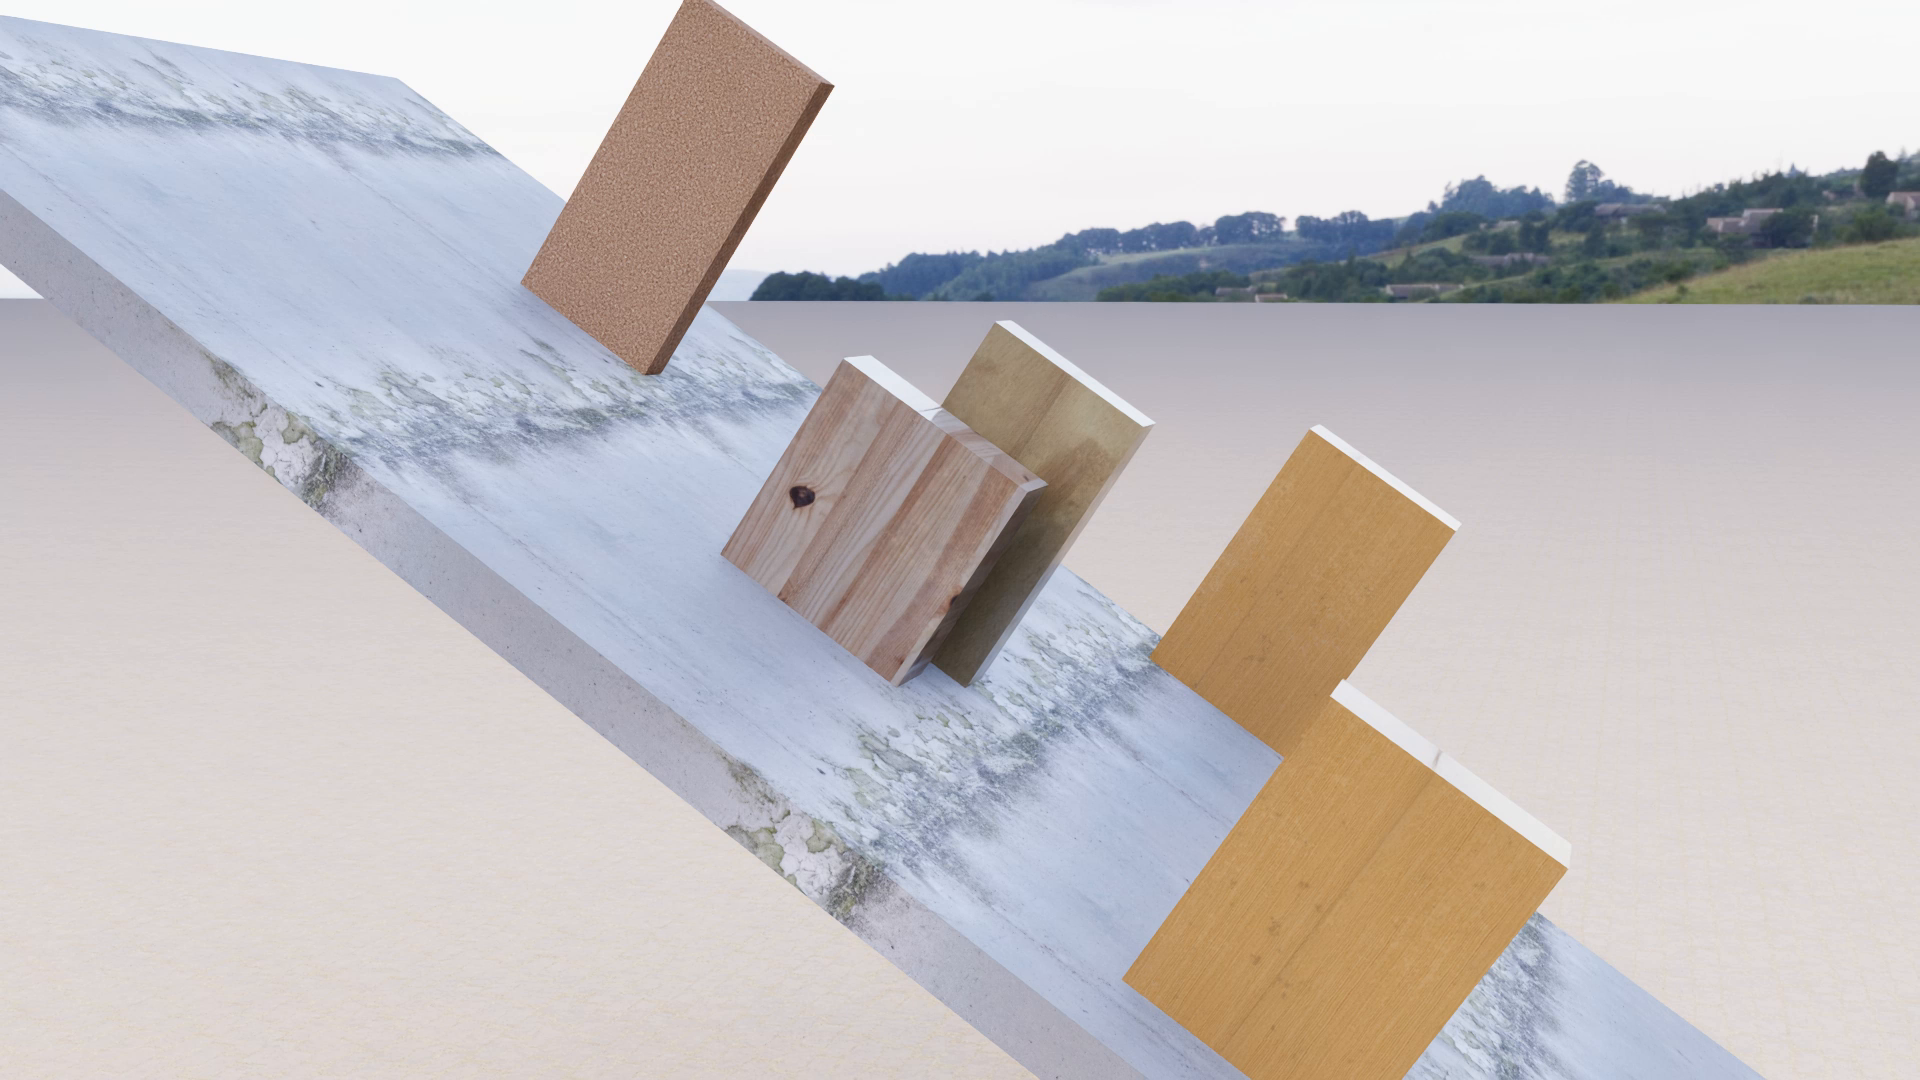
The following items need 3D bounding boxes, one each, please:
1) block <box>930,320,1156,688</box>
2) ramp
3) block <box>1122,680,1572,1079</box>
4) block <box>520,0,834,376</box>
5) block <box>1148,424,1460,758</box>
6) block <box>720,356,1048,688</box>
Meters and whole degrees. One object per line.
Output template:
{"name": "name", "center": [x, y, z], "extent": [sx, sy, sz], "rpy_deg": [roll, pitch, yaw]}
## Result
{"name": "block", "center": [0.051, -0.064, 3.924], "extent": [0.319, 0.571, 0.102], "rpy_deg": [36, 15, 10]}
{"name": "ramp", "center": [-0.111, 0.191, 4.092], "extent": [4.000, 0.100, 2.000], "rpy_deg": [36, 15, 10]}
{"name": "block", "center": [0.555, 0.540, 3.182], "extent": [0.398, 0.529, 0.136], "rpy_deg": [36, 15, 10]}
{"name": "block", "center": [-0.572, -0.709, 4.411], "extent": [0.330, 0.689, 0.082], "rpy_deg": [36, 15, 10]}
{"name": "block", "center": [0.738, 0.110, 4.723], "extent": [0.368, 0.608, 0.149], "rpy_deg": [36, 15, 10]}
{"name": "block", "center": [-0.131, -0.035, 3.773], "extent": [0.387, 0.410, 0.137], "rpy_deg": [36, 15, 10]}
